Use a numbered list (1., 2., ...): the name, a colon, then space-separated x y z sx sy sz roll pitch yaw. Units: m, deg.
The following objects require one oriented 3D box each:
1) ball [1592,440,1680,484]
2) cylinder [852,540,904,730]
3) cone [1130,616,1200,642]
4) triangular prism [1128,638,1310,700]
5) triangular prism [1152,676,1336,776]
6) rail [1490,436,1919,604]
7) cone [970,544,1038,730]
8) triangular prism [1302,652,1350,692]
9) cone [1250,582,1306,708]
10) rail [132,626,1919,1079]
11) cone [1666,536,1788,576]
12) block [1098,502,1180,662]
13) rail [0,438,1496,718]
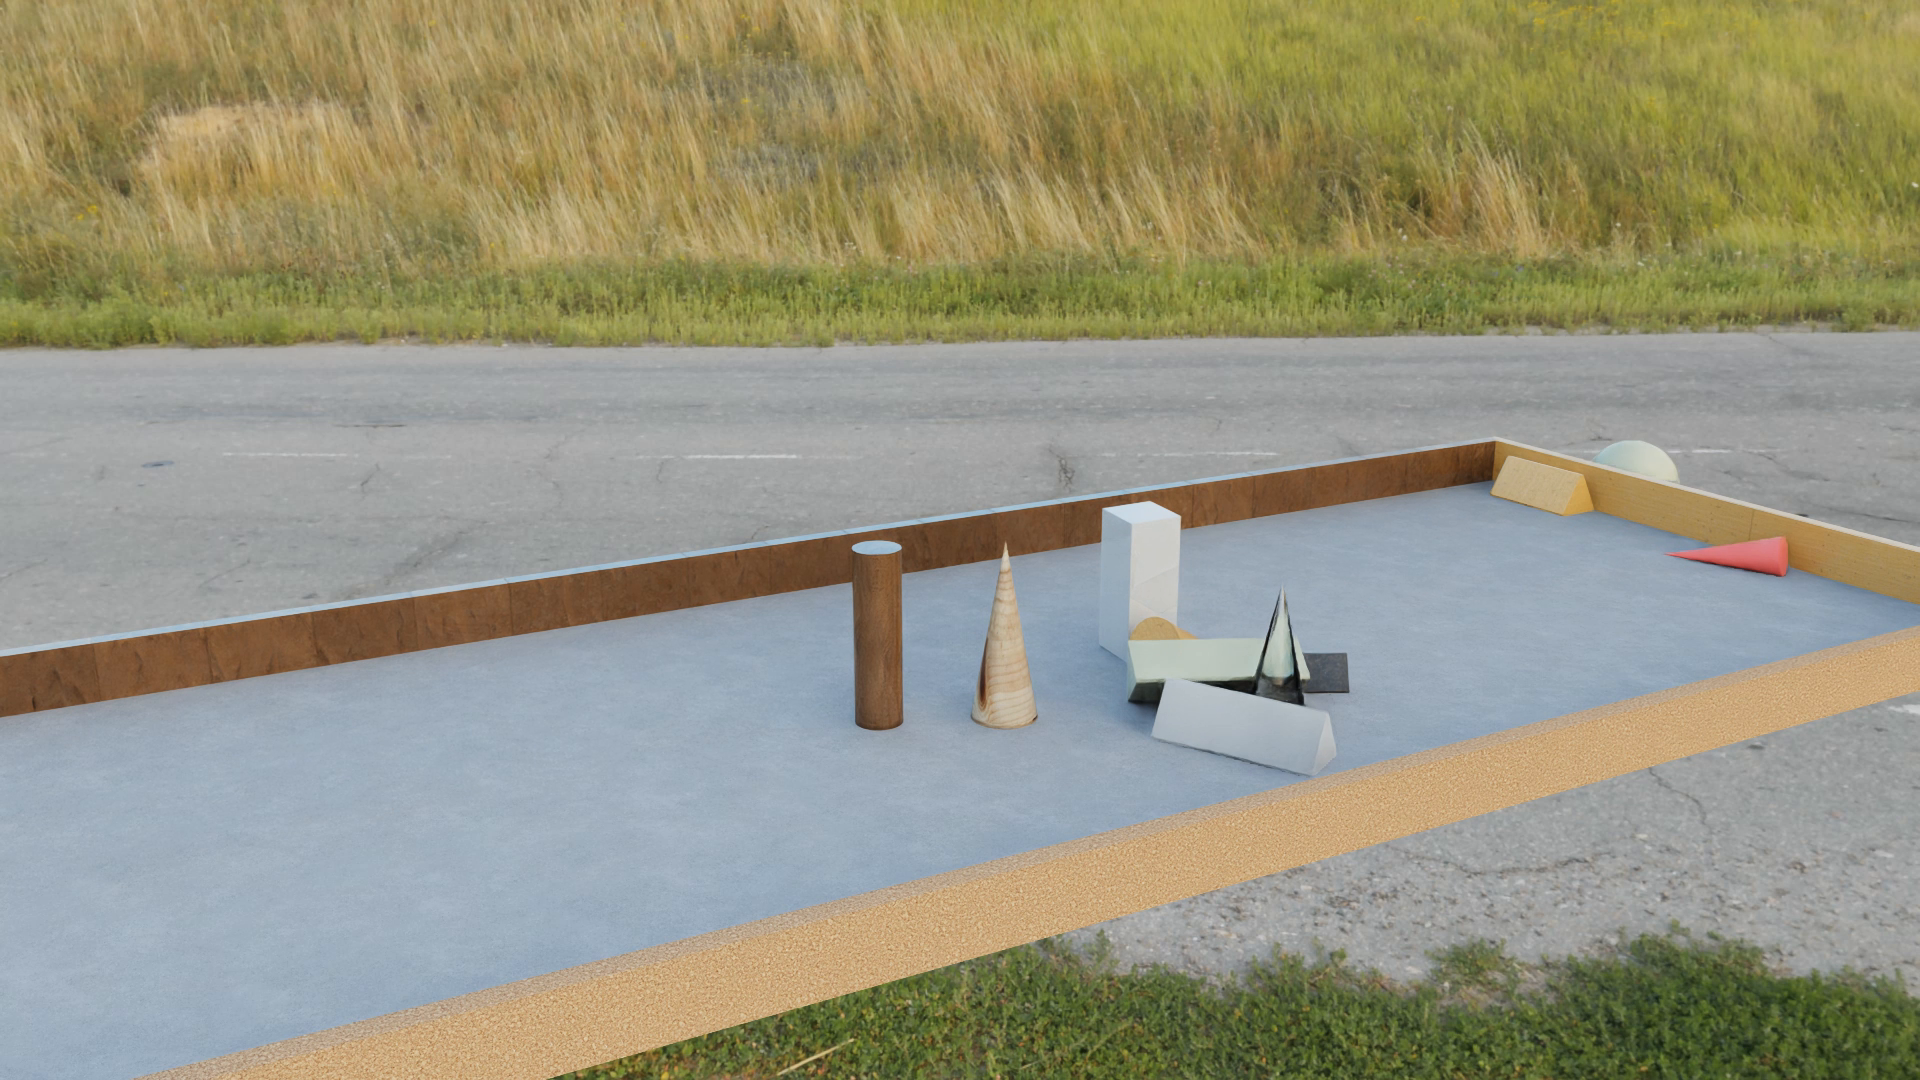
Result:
1. ball: 2.882 -0.239 7.082 0.378 0.378 0.378 0 16 0
2. cylinder: -0.191 0.223 3.838 0.114 0.428 0.114 0 16 0
3. cone: 0.595 0.289 4.224 0.304 0.171 0.171 6 8 -43
4. triangular prism: 0.617 0.300 3.990 0.416 0.127 0.147 -1 -24 -4
5. triangular prism: 0.642 0.407 3.731 0.390 0.127 0.147 11 19 32
6. rail: 2.466 -0.048 5.253 0.050 0.150 2.100 -9 18 -27
7. cone: 0.105 0.210 3.865 0.160 0.438 0.160 0 16 0
8. triangular prism: 0.793 0.321 4.100 0.333 0.086 0.099 0 16 -1
9. cone: 0.739 0.265 3.825 0.157 0.355 0.157 0 16 0
10. rail: -2.336 1.006 1.665 12.000 0.150 0.050 -9 18 -27
11. cone: 2.350 0.046 5.092 0.351 0.119 0.119 1 13 39
12. block: 0.467 0.108 4.302 0.146 0.379 0.146 -9 20 -24
13. rail: -3.305 0.497 3.399 12.000 0.150 0.050 -9 18 -27
